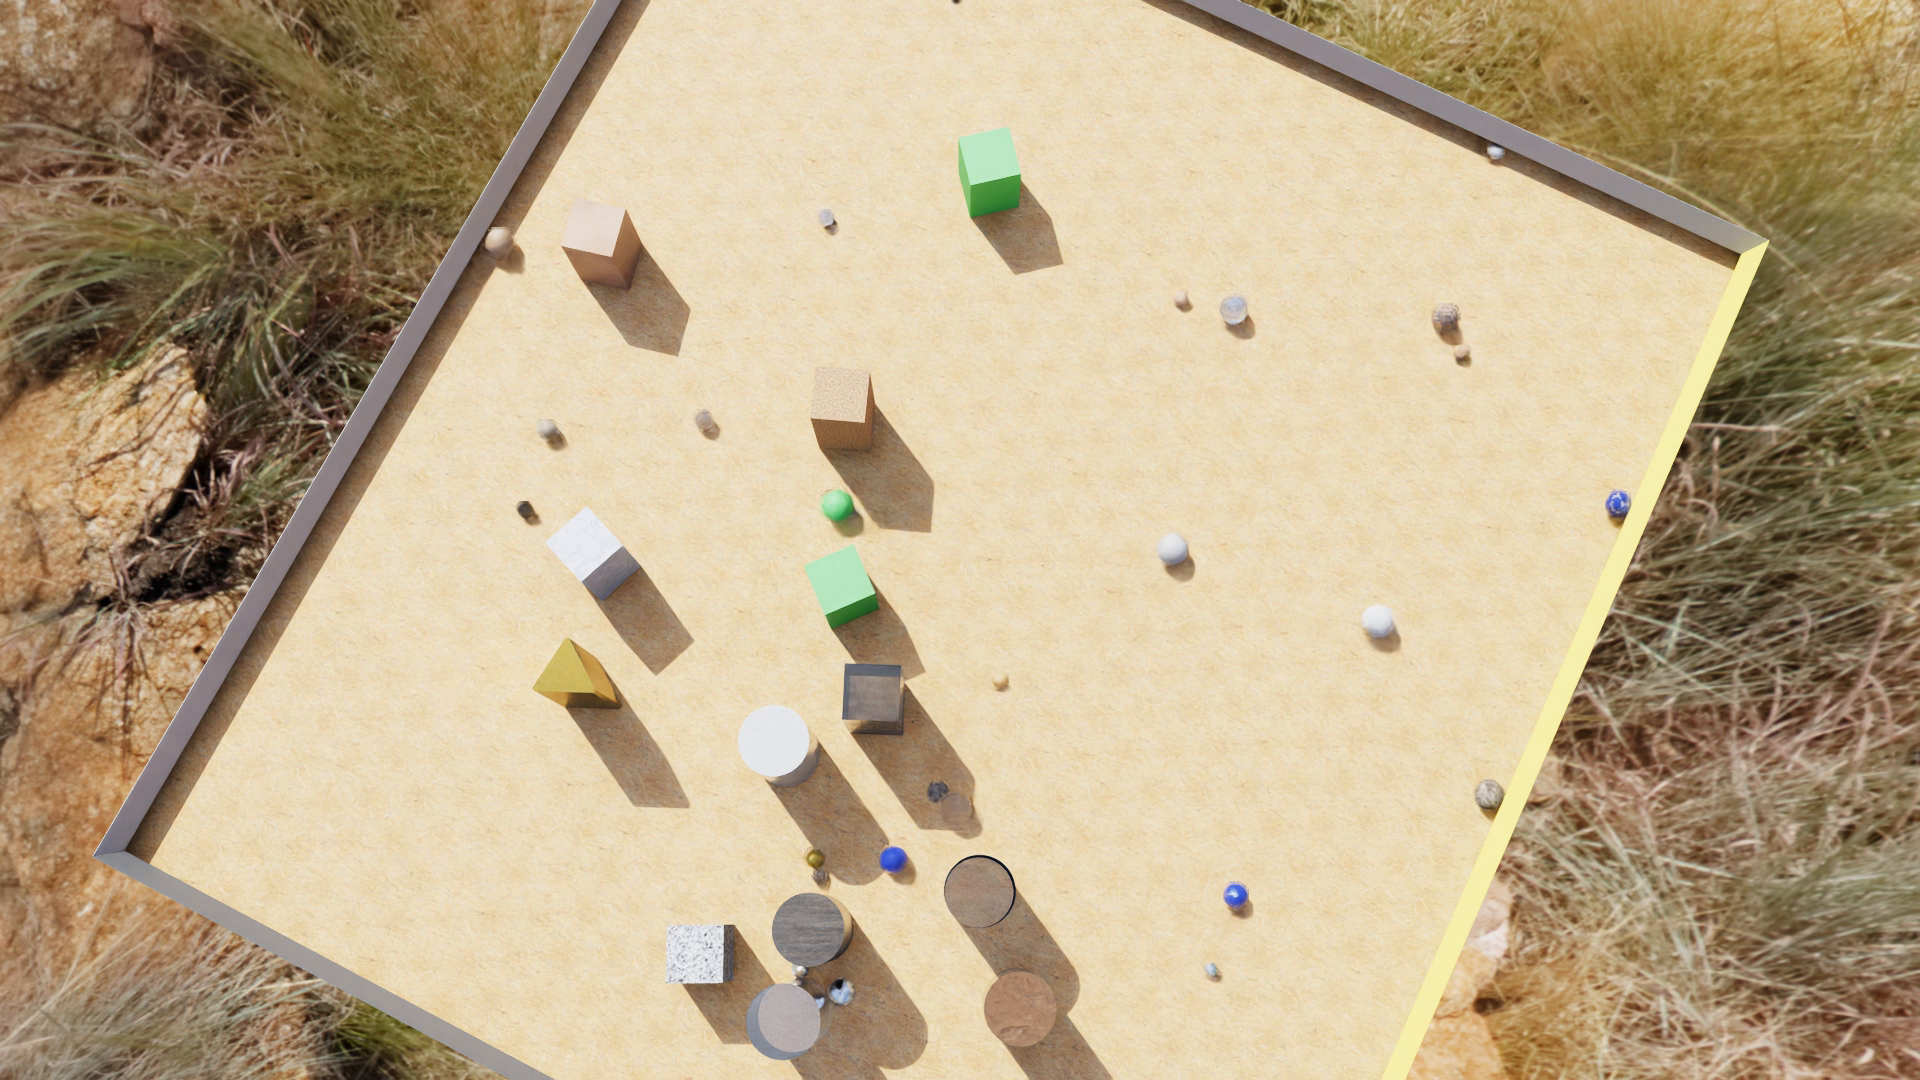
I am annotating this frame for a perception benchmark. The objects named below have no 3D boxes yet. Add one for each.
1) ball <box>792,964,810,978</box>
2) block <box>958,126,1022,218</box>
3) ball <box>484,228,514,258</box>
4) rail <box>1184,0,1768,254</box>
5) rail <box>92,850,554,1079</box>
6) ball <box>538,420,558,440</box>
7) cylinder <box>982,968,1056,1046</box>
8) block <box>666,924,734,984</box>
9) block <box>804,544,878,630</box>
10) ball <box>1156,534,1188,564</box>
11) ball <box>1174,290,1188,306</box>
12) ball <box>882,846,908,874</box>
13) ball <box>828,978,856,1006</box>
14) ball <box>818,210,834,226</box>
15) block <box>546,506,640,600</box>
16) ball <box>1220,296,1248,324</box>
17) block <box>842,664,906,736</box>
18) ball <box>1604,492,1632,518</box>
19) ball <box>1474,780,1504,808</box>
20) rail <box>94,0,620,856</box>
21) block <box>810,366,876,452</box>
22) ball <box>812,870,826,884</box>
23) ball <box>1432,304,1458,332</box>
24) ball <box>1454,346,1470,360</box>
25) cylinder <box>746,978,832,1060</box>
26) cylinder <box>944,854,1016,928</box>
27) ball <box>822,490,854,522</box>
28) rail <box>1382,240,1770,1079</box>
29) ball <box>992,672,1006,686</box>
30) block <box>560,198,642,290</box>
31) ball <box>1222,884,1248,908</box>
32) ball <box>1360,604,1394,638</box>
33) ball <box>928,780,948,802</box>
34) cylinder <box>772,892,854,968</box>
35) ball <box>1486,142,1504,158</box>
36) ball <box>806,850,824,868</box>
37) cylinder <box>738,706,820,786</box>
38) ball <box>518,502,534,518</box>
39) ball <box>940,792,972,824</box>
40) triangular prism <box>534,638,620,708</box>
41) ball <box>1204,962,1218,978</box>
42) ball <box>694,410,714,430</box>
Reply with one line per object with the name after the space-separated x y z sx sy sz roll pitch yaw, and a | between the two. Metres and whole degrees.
-0.465 1.248 5.332 0.052 0.052 0.052 0 78 0 | ball
0.091 -1.145 5.718 0.159 0.265 0.159 -13 79 -3 | block
-1.448 -0.933 5.764 0.091 0.091 0.091 0 78 0 | ball
0.868 -1.692 5.900 3.645 0.129 0.045 26 80 5 | rail
-0.868 1.706 5.197 3.645 0.129 0.045 26 80 5 | rail
-1.271 -0.338 5.655 0.062 0.062 0.062 0 78 0 | ball
0.164 1.311 5.159 0.199 0.365 0.199 0 78 0 | cylinder
-0.741 1.182 5.244 0.159 0.249 0.159 -1 78 0 | block
-0.350 0.142 5.450 0.159 0.269 0.159 -23 79 -5 | block
0.643 0.028 5.562 0.095 0.095 0.095 0 78 0 | ball
0.693 -0.761 5.750 0.047 0.047 0.047 0 78 0 | ball
-0.192 0.938 5.382 0.079 0.079 0.079 0 78 0 | ball
-0.343 1.308 5.305 0.079 0.079 0.079 0 78 0 | ball
-0.424 -1.019 5.803 0.048 0.048 0.048 0 78 0 | ball
-1.085 0.043 5.444 0.159 0.320 0.159 -42 81 -8 | block
0.855 -0.720 5.721 0.088 0.088 0.088 0 78 0 | ball
-0.247 0.466 5.320 0.159 0.392 0.159 2 78 0 | block
2.012 -0.108 5.599 0.078 0.078 0.078 0 78 0 | ball
1.564 0.751 5.417 0.087 0.087 0.087 0 78 0 | ball
-1.609 -0.781 5.711 0.045 0.129 3.927 26 80 5 | rail
-0.350 -0.390 5.518 0.159 0.351 0.159 5 78 1 | block
-0.413 0.990 5.389 0.044 0.044 0.044 0 78 0 | ball
1.514 -0.693 5.718 0.082 0.082 0.082 0 78 0 | ball
1.562 -0.584 5.713 0.047 0.047 0.047 0 78 0 | ball
-0.469 1.327 5.098 0.199 0.477 0.199 0 78 0 | cylinder
0.055 1.003 5.221 0.199 0.368 0.199 0 78 0 | cylinder
-0.373 -0.105 5.590 0.096 0.096 0.096 0 78 0 | ball
1.609 0.795 5.385 0.045 0.129 3.927 26 80 5 | rail
0.118 0.418 5.507 0.046 0.046 0.046 0 78 0 | ball
-1.102 -0.910 5.652 0.159 0.300 0.159 13 79 3 | block
0.806 1.042 5.364 0.071 0.071 0.071 0 78 0 | ball
1.257 0.243 5.516 0.099 0.099 0.099 0 78 0 | ball
-0.065 0.743 5.431 0.062 0.062 0.062 0 78 0 | ball
-0.412 1.100 5.178 0.199 0.414 0.199 0 78 0 | cylinder
1.707 -1.242 5.848 0.051 0.051 0.051 0 78 0 | ball
-0.426 0.939 5.394 0.056 0.056 0.056 0 78 0 | ball
-0.518 0.598 5.289 0.199 0.400 0.199 0 78 0 | cylinder
-1.329 -0.090 5.610 0.050 0.050 0.050 0 78 0 | ball
-0.010 0.792 5.405 0.093 0.093 0.093 0 78 0 | ball
-1.104 0.388 5.328 0.172 0.408 0.149 2 78 0 | triangular prism
0.731 1.251 5.335 0.043 0.043 0.043 0 78 0 | ball
-0.791 -0.370 5.663 0.059 0.059 0.059 0 78 0 | ball
